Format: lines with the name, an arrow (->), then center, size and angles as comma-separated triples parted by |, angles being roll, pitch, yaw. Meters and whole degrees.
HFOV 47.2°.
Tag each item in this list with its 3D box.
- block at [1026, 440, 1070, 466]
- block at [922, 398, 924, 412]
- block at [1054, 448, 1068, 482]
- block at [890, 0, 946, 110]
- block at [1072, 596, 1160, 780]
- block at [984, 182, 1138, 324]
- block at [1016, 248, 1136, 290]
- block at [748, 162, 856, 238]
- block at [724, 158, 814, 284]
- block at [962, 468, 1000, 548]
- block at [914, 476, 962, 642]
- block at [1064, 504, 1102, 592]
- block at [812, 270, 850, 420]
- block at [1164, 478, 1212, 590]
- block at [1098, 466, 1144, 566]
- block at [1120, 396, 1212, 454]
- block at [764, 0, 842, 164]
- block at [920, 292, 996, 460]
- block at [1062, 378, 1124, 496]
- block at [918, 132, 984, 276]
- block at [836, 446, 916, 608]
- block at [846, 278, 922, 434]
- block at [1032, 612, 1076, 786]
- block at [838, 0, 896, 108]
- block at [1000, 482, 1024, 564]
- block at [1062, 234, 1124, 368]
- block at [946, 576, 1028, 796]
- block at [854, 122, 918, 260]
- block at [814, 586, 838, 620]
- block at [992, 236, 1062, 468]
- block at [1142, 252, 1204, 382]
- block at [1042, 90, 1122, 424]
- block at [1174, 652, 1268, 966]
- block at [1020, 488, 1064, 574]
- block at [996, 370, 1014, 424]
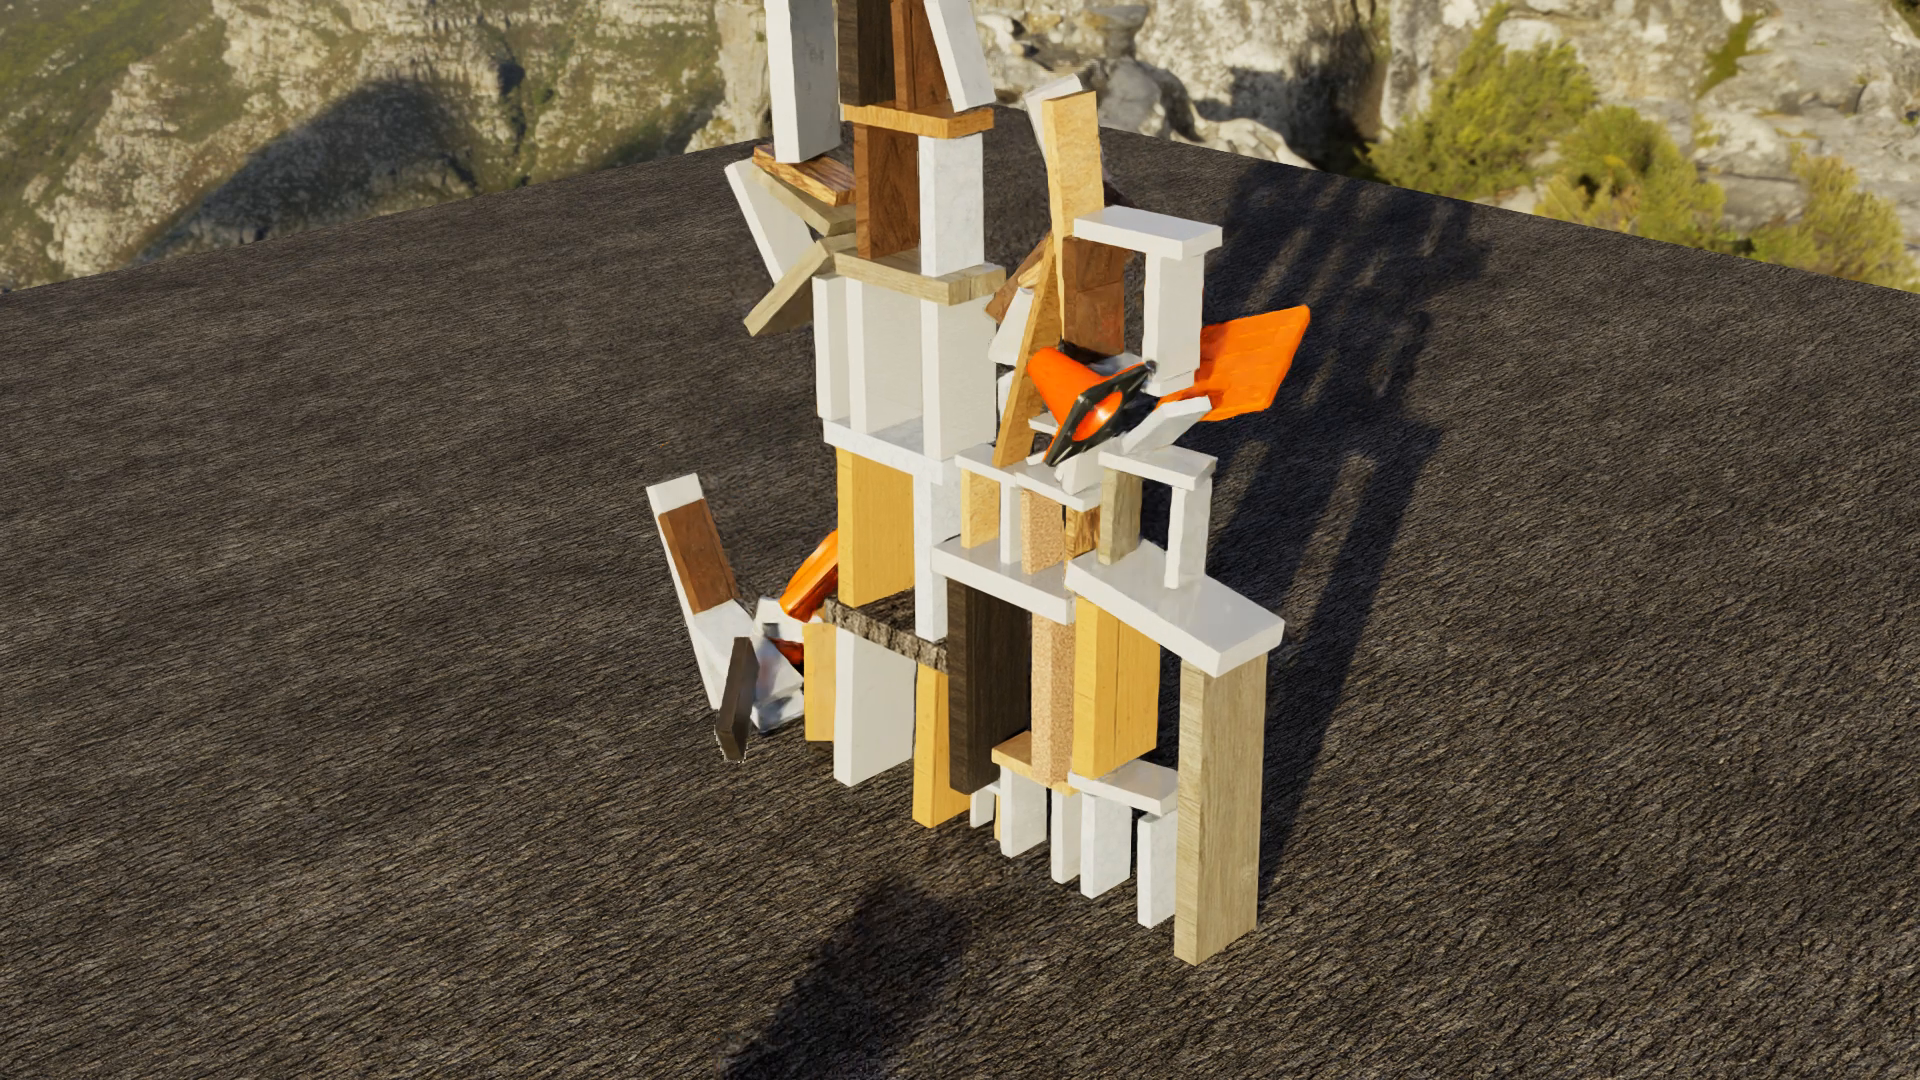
block -> 0.176, -0.162, 3.952 | 0.055, 0.016, 0.118 | -26, 5, -37
block -> -0.009, -0.051, 4.668 | 0.040, 0.522, 0.141 | -19, 36, -17
block -> 0.208, -0.152, 3.898 | 0.055, 0.111, 0.016 | -25, 64, -32
block -> -0.073, -0.879, 3.929 | 0.028, 0.201, 0.100 | 18, 30, 40
block -> 0.286, 0.244, 3.992 | 0.176, 0.352, 0.050 | -22, 32, -40
block -> 0.183, -0.511, 4.008 | 0.100, 0.319, 0.028 | 40, 0, 33
block -> 0.208, -0.489, 3.947 | 0.198, 0.099, 0.028 | -38, 7, 0
block -> -0.292, -0.667, 4.253 | 0.221, 0.031, 0.111 | 40, 38, 23
block -> -0.364, -0.633, 4.314 | 0.111, 0.244, 0.031 | -26, 4, -43
block -> 0.038, -0.070, 4.130 | 0.079, 0.158, 0.022 | -22, 32, -40
block -> -0.012, 0.015, 4.253 | 0.166, 0.332, 0.047 | -21, 30, -41
block -> 0.225, 0.005, 3.943 | 0.082, 0.164, 0.023 | -22, 34, -38
block -> -0.216, -0.387, 4.293 | 0.141, 0.282, 0.040 | -21, 30, -40
block -> 0.395, -0.014, 3.804 | 0.026, 0.182, 0.091 | 16, 24, 33
block -> 0.283, -0.055, 3.862 | 0.026, 0.182, 0.091 | 20, 31, 32
block -> 0.348, -0.194, 3.717 | 0.088, 0.025, 0.175 | -12, -13, -23
block -> -0.298, -0.924, 4.159 | 0.050, 0.388, 0.176 | 7, 24, 23
block -> -0.001, -0.314, 4.094 | 0.043, 0.301, 0.151 | 19, 30, 41
block -> 0.231, -0.185, 3.829 | 0.088, 0.224, 0.025 | -26, 51, -32
block -> -0.015, -0.614, 3.981 | 0.036, 0.252, 0.126 | 19, 30, 41
block -> -0.163, -0.044, 4.392 | 0.166, 0.332, 0.047 | -18, 30, -36
block -> -0.144, -0.369, 4.224 | 0.043, 0.301, 0.151 | 20, 30, 41
block -> 0.210, 0.270, 4.095 | 0.172, 0.344, 0.049 | -22, 31, -40
block -> -0.141, -0.973, 3.961 | 0.050, 0.353, 0.176 | 19, 30, 38
block -> 0.111, -0.041, 4.062 | 0.079, 0.158, 0.022 | -22, 31, -39
block -> 0.226, -0.412, 3.715 | 0.110, 0.220, 0.031 | -20, 29, -35
block -> 0.055, 0.258, 4.267 | 0.049, 0.456, 0.172 | 21, 31, 40
block -> -0.136, -0.659, 4.088 | 0.036, 0.252, 0.126 | 20, 30, 40
block -> -0.250, 0.119, 4.592 | 0.082, 0.023, 0.164 | -47, 7, -20
block -> 0.138, -0.334, 3.903 | 0.074, 0.477, 0.021 | -20, 48, -38
block -> 0.353, -0.381, 3.641 | 0.110, 0.221, 0.031 | -20, 30, -40
block -> 0.210, -0.477, 3.761 | 0.099, 0.563, 0.028 | -22, 25, -37
block -> 0.462, 0.459, 3.907 | 0.050, 0.600, 0.176 | 21, 32, 41
block -> 0.150, -0.026, 4.014 | 0.082, 0.164, 0.023 | -22, 33, -35
block -> 0.106, -0.250, 3.991 | 0.074, 0.149, 0.021 | -34, 55, -22
